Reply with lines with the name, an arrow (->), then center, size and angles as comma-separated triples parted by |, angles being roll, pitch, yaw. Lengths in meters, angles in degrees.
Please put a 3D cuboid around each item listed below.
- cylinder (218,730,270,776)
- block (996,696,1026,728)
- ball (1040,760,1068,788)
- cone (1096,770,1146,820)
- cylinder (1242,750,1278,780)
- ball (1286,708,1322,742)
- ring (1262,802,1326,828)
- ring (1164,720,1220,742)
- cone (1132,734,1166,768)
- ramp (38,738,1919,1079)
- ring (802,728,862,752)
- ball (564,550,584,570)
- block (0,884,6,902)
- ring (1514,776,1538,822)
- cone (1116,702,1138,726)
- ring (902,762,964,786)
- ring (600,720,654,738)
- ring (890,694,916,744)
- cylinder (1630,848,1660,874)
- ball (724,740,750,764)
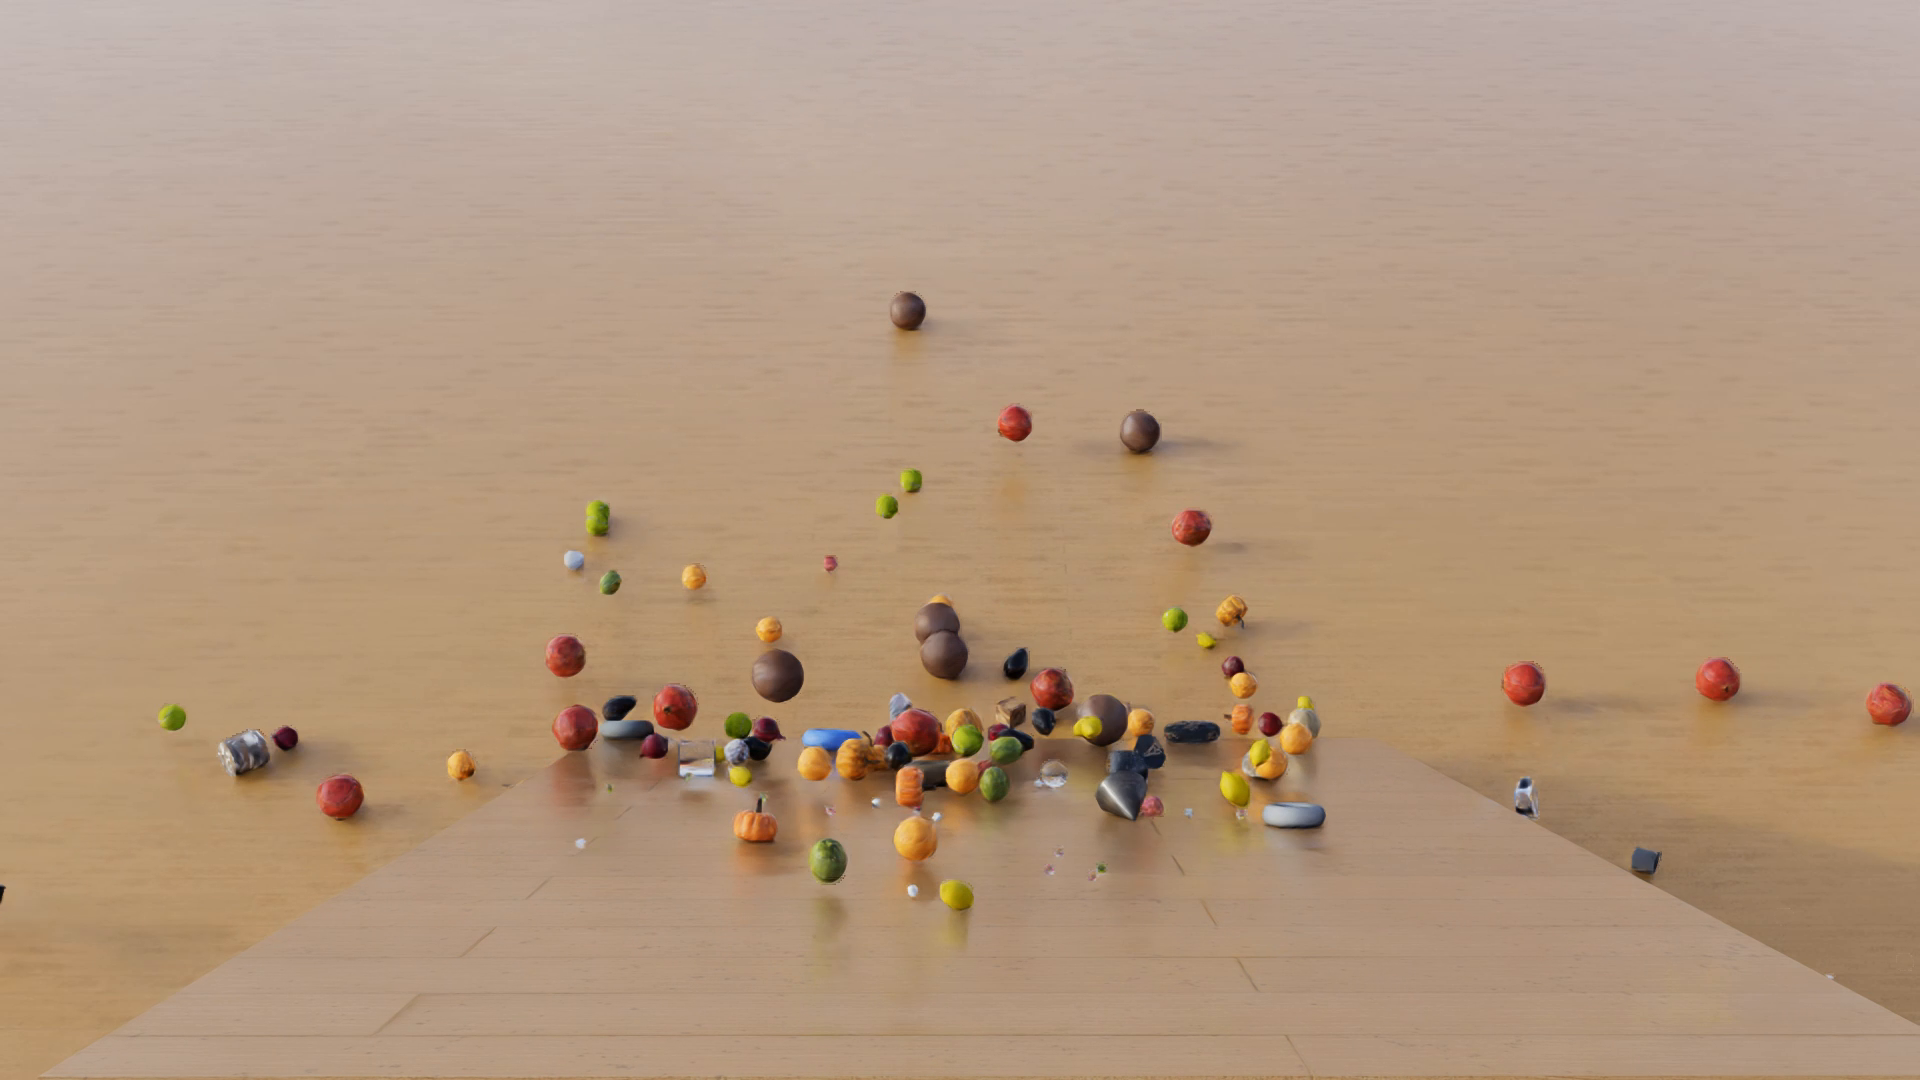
cylinder -> -1.838, 0.547, 6.631 | 0.093, 0.093, 0.093 | -23, 36, -36
block -> 0.135, 0.457, 6.839 | 0.055, 0.055, 0.055 | -20, 35, -33
ball -> 0.197, 0.490, 5.403 | 0.056, 0.056, 0.056 | 0, 28, 0
cone -> 0.316, 0.501, 4.853 | 0.100, 0.100, 0.100 | -5, 28, -10
cylinder -> 0.645, 0.483, 5.558 | 0.059, 0.059, 0.059 | 21, 3, 33
ball -> 0.854, 0.458, 6.418 | 0.084, 0.084, 0.084 | 0, 28, 0
ring -> 0.612, 0.505, 4.743 | 0.116, 0.039, 0.116 | 1, 1, 0
ring -> 0.586, 0.485, 6.536 | 0.143, 0.048, 0.143 | -1, 1, 0
cone -> 0.405, 0.495, 5.855 | 0.085, 0.085, 0.085 | 23, 50, -30
ramp -> 0.064, 0.575, 4.619 | 2.000, 0.100, 4.000 | 0, 1, 0
ring -> -0.310, 0.486, 6.278 | 0.145, 0.048, 0.145 | 3, -2, 0
ball -> -1.131, 0.058, 7.568 | 0.059, 0.059, 0.059 | 0, 28, 0
block -> -2.276, 0.828, 5.946 | 0.093, 0.093, 0.093 | 21, 8, 18
ring -> 1.324, 0.609, 6.039 | 0.037, 0.112, 0.112 | -6, 24, 25
cone -> 0.444, 0.450, 6.847 | 0.058, 0.058, 0.058 | 0, 28, 0
ring -> -0.056, 0.495, 5.486 | 0.135, 0.045, 0.135 | 1, 0, 0
ring -> -0.851, 0.485, 6.607 | 0.139, 0.046, 0.139 | 0, -3, 0
ring -> -0.142, 0.444, 6.411 | 0.044, 0.131, 0.131 | -12, 27, 10
cylinder -> 1.656, 0.775, 6.249 | 0.053, 0.053, 0.053 | 14, 32, 25
ball -> -0.512, 0.485, 5.919 | 0.057, 0.057, 0.057 | 0, 28, 0
